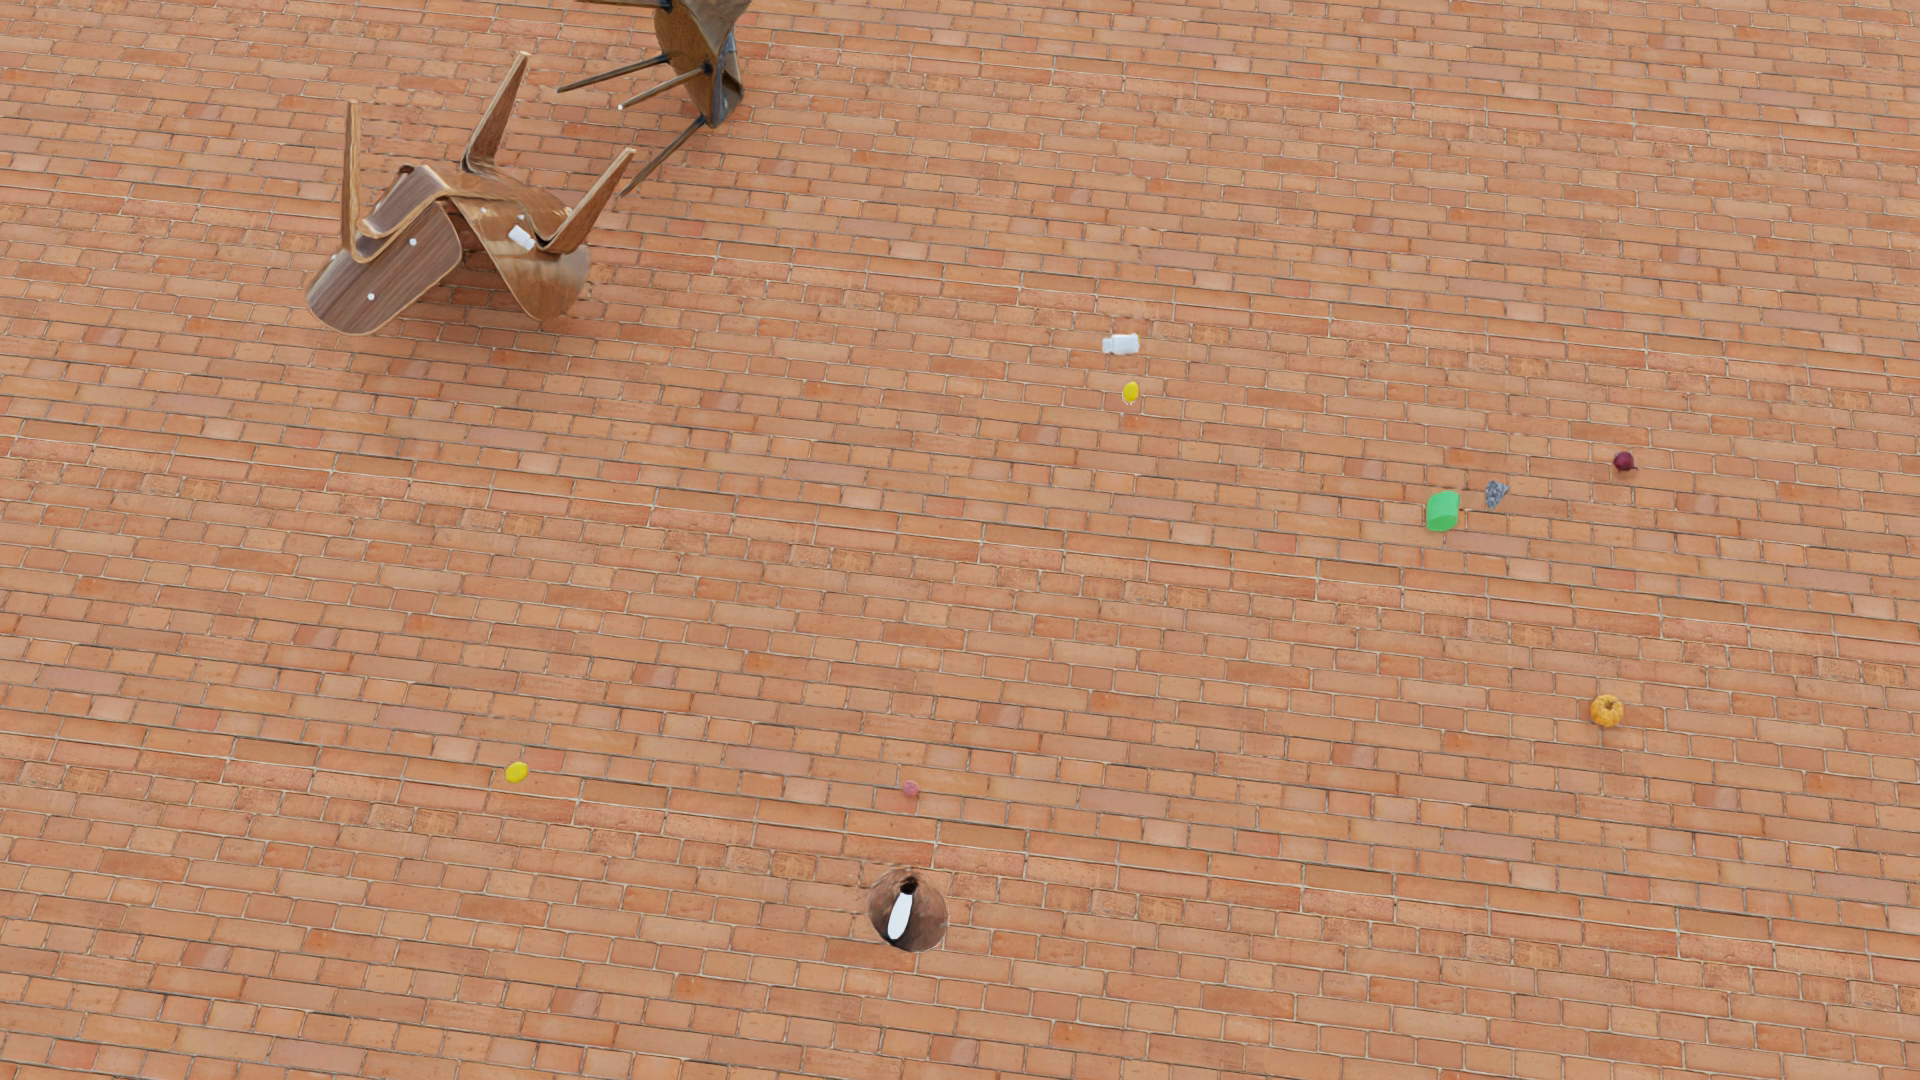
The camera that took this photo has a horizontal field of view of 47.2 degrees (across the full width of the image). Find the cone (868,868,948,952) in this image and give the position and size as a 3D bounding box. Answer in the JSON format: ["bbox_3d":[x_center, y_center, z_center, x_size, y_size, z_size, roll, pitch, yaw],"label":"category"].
[{"bbox_3d":[-0.131,0.931,5.797,0.206,0.235,0.250,-24,63,-18],"label":"cone"}]

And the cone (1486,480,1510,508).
[{"bbox_3d":[1.627,-0.150,6.613,0.069,0.108,0.059,-25,51,-20],"label":"cone"}]

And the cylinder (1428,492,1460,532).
[{"bbox_3d":[1.445,-0.085,6.575,0.072,0.105,0.087,29,53,-25],"label":"cylinder"}]
